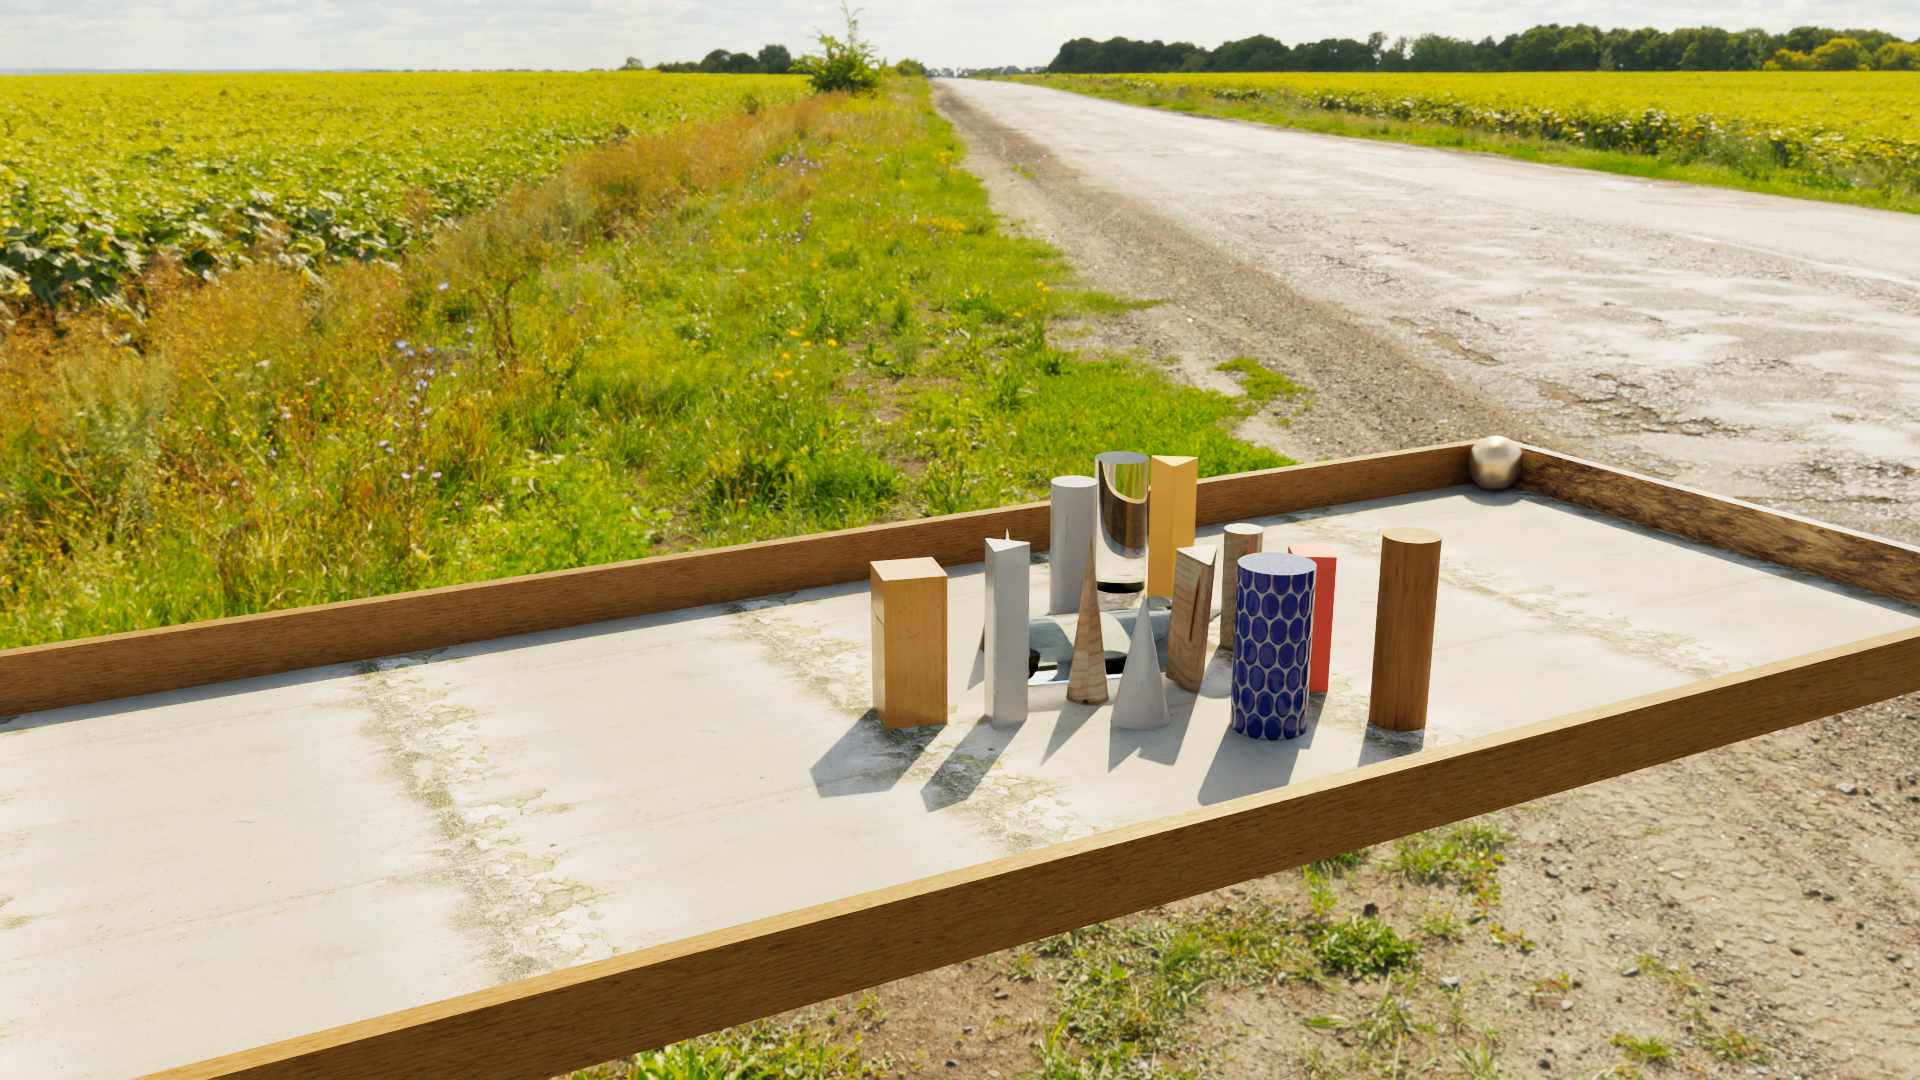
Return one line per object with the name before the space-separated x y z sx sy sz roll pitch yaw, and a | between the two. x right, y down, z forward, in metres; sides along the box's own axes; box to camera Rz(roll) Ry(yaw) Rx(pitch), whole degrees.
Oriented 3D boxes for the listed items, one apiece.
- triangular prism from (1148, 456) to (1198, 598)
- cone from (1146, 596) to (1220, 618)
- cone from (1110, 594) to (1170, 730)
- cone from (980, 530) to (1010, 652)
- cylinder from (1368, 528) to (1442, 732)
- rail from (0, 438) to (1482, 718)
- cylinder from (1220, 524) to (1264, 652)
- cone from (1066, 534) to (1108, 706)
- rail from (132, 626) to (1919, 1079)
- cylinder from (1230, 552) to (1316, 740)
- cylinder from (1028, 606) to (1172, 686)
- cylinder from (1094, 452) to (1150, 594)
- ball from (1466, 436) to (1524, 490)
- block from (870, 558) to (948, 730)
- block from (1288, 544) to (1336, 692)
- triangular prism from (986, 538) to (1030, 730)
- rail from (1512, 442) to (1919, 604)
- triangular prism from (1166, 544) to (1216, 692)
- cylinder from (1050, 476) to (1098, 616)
triangular prism | 0.571 -0.006 4.574 0.108 0.451 0.124 12 20 36
cone | 0.645 0.203 4.551 0.127 0.127 0.362 14 11 39
cone | 0.428 0.271 3.872 0.140 0.316 0.140 0 16 0
cone | 0.123 0.126 4.346 0.146 0.326 0.146 0 16 0
cylinder | 1.034 0.208 3.836 0.132 0.457 0.132 0 16 0
rail | -3.305 0.497 3.399 12.000 0.150 0.050 -9 18 -27
cylinder | 0.741 0.126 4.350 0.101 0.324 0.101 0 16 0
cone | 0.312 0.183 3.981 0.104 0.423 0.104 0 16 0
rail | -2.336 1.006 1.665 12.000 0.150 0.050 -9 18 -27
cylinder | 0.723 0.244 3.816 0.178 0.398 0.178 0 16 0
cylinder | 0.351 0.265 4.152 0.412 0.170 0.170 -4 17 -13
cylinder | 0.471 -0.052 4.840 0.158 0.390 0.158 0 16 0
ball | 1.932 -0.278 5.954 0.196 0.196 0.196 0 16 0
block | -0.120 0.242 3.884 0.150 0.366 0.150 -4 17 -14
block | 0.861 0.194 4.078 0.101 0.348 0.101 1 16 2
triangular prism | 0.090 0.215 3.855 0.107 0.434 0.092 -14 21 -39
rail | 2.466 -0.048 5.253 0.050 0.150 2.100 -9 18 -27
triangular prism | 0.584 0.185 4.041 0.088 0.364 0.102 -24 37 -37
cylinder | 0.316 0.021 4.606 0.129 0.382 0.129 0 16 0
